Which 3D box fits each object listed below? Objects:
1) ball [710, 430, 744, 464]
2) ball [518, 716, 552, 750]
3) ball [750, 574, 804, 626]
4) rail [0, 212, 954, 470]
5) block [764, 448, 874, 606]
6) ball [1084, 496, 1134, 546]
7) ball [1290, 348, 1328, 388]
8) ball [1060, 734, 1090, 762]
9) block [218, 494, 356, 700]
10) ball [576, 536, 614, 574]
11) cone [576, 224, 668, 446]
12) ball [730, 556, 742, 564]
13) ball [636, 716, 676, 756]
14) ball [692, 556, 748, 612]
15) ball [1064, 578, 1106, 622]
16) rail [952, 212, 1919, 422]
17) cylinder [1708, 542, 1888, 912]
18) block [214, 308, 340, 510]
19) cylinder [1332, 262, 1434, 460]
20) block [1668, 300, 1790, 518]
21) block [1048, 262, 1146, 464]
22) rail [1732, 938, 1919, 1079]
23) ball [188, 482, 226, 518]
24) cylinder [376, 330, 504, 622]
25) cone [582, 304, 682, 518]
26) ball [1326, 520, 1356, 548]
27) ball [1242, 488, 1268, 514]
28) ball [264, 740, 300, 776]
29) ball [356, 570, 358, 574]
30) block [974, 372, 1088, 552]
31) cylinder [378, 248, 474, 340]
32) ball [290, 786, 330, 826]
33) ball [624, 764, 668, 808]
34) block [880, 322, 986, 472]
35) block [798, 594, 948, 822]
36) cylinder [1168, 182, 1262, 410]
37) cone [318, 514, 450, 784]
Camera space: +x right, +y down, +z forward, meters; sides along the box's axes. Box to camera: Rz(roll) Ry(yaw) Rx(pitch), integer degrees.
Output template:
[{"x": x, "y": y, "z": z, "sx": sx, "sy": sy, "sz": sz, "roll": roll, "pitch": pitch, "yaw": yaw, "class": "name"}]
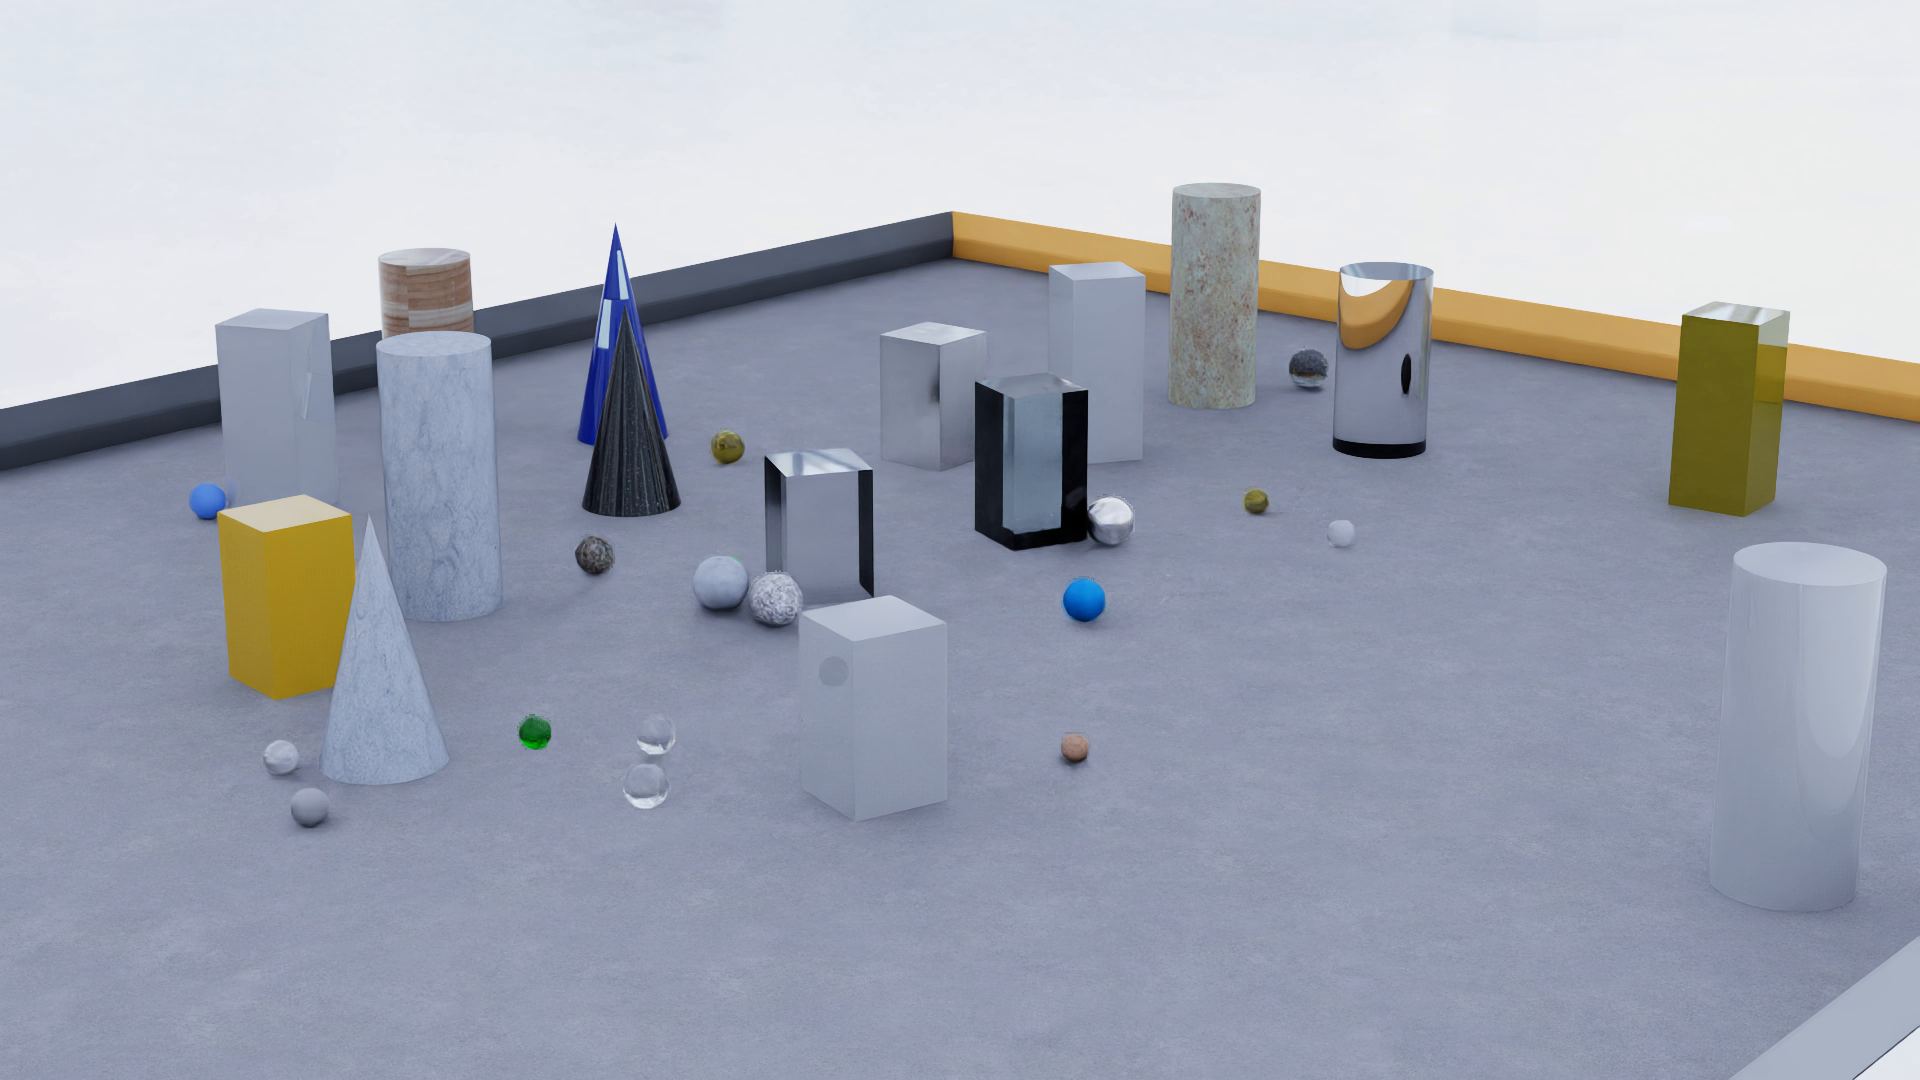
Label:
[{"x": -0.471, "y": -0.189, "z": 5.951, "sx": 0.068, "sy": 0.068, "sz": 0.068, "roll": 0, "pitch": 17, "yaw": 0, "class": "ball"}, {"x": -0.637, "y": 0.290, "z": 4.399, "sx": 0.049, "sy": 0.049, "sz": 0.049, "roll": 0, "pitch": 17, "yaw": 0, "class": "ball"}, {"x": -0.310, "y": 0.101, "z": 4.952, "sx": 0.090, "sy": 0.090, "sz": 0.090, "roll": 0, "pitch": 17, "yaw": 0, "class": "ball"}, {"x": -1.479, "y": -0.340, "z": 6.350, "sx": 0.045, "sy": 0.125, "sz": 4.501, "roll": 14, "pitch": 22, "yaw": 39, "class": "rail"}, {"x": -0.246, "y": -0.024, "z": 5.117, "sx": 0.153, "sy": 0.234, "sz": 0.153, "roll": -5, "pitch": 18, "yaw": -17, "class": "block"}, {"x": 0.275, "y": -0.034, "z": 5.400, "sx": 0.091, "sy": 0.091, "sz": 0.091, "roll": 0, "pitch": 17, "yaw": 0, "class": "ball"}, {"x": 0.781, "y": -0.385, "z": 6.565, "sx": 0.088, "sy": 0.088, "sz": 0.088, "roll": 0, "pitch": 17, "yaw": 0, "class": "ball"}, {"x": 0.171, "y": 0.308, "z": 4.347, "sx": 0.043, "sy": 0.043, "sz": 0.043, "roll": 0, "pitch": 17, "yaw": 0, "class": "ball"}, {"x": -1.067, "y": 0.089, "z": 4.671, "sx": 0.153, "sy": 0.276, "sz": 0.153, "roll": -14, "pitch": 22, "yaw": -38, "class": "block"}, {"x": -0.652, "y": 0.027, "z": 5.237, "sx": 0.068, "sy": 0.068, "sz": 0.068, "roll": 0, "pitch": 17, "yaw": 0, "class": "ball"}, {"x": -0.709, "y": -0.438, "z": 6.103, "sx": 0.192, "sy": 0.458, "sz": 0.192, "roll": 0, "pitch": 17, "yaw": 0, "class": "cone"}, {"x": -0.406, "y": 0.051, "z": 5.202, "sx": 0.042, "sy": 0.042, "sz": 0.042, "roll": 0, "pitch": 17, "yaw": 0, "class": "ball"}, {"x": -0.454, "y": 0.292, "z": 4.376, "sx": 0.058, "sy": 0.058, "sz": 0.058, "roll": 0, "pitch": 17, "yaw": 0, "class": "ball"}, {"x": -0.410, "y": 0.074, "z": 5.031, "sx": 0.096, "sy": 0.096, "sz": 0.096, "roll": 0, "pitch": 17, "yaw": 0, "class": "ball"}, {"x": 0.211, "y": 0.102, "z": 4.978, "sx": 0.072, "sy": 0.072, "sz": 0.072, "roll": 0, "pitch": 17, "yaw": 0, "class": "ball"}, {"x": 1.460, "y": -0.455, "z": 6.730, "sx": 3.965, "sy": 0.125, "sz": 0.045, "roll": 14, "pitch": 22, "yaw": 39, "class": "rail"}, {"x": 1.100, "y": 0.244, "z": 3.860, "sx": 0.192, "sy": 0.447, "sz": 0.192, "roll": 0, "pitch": 17, "yaw": 0, "class": "cylinder"}, {"x": -1.301, "y": -0.241, "z": 5.599, "sx": 0.153, "sy": 0.371, "sz": 0.153, "roll": 5, "pitch": 18, "yaw": 17, "class": "block"}, {"x": 0.869, "y": -0.371, "z": 6.028, "sx": 0.192, "sy": 0.371, "sz": 0.192, "roll": 0, "pitch": 17, "yaw": 0, "class": "cylinder"}, {"x": 1.477, "y": -0.253, "z": 5.633, "sx": 0.153, "sy": 0.375, "sz": 0.153, "roll": 12, "pitch": 21, "yaw": 35, "class": "block"}, {"x": 0.277, "y": -0.362, "z": 5.983, "sx": 0.153, "sy": 0.381, "sz": 0.153, "roll": -5, "pitch": 17, "yaw": -16, "class": "block"}, {"x": 1.479, "y": 0.402, "z": 3.891, "sx": 0.045, "sy": 0.125, "sz": 4.501, "roll": 14, "pitch": 22, "yaw": 39, "class": "rail"}, {"x": -1.431, "y": -0.075, "z": 5.574, "sx": 0.069, "sy": 0.069, "sz": 0.069, "roll": 0, "pitch": 17, "yaw": 0, "class": "ball"}, {"x": -0.887, "y": -0.110, "z": 5.009, "sx": 0.192, "sy": 0.462, "sz": 0.192, "roll": 0, "pitch": 17, "yaw": 0, "class": "cylinder"}, {"x": -0.636, "y": -0.260, "z": 5.621, "sx": 0.192, "sy": 0.396, "sz": 0.192, "roll": 0, "pitch": 17, "yaw": 0, "class": "cone"}, {"x": 0.700, "y": -0.011, "z": 5.388, "sx": 0.053, "sy": 0.053, "sz": 0.053, "roll": 0, "pitch": 17, "yaw": 0, "class": "ball"}, {"x": 0.565, "y": -0.075, "z": 5.604, "sx": 0.050, "sy": 0.050, "sz": 0.050, "roll": 0, "pitch": 17, "yaw": 0, "class": "ball"}, {"x": -0.995, "y": 0.319, "z": 4.298, "sx": 0.051, "sy": 0.051, "sz": 0.051, "roll": 0, "pitch": 17, "yaw": 0, "class": "ball"}, {"x": -1.011, "y": 0.079, "z": 5.026, "sx": 0.069, "sy": 0.069, "sz": 0.069, "roll": 0, "pitch": 17, "yaw": 0, "class": "ball"}, {"x": 0.131, "y": -0.147, "z": 5.431, "sx": 0.153, "sy": 0.287, "sz": 0.153, "roll": -9, "pitch": 19, "yaw": -26, "class": "block"}, {"x": -1.118, "y": -0.414, "z": 6.173, "sx": 0.192, "sy": 0.371, "sz": 0.192, "roll": 0, "pitch": 17, "yaw": 0, "class": "cylinder"}, {"x": -0.911, "y": 0.374, "z": 4.112, "sx": 0.054, "sy": 0.054, "sz": 0.054, "roll": 0, "pitch": 17, "yaw": 0, "class": "ball"}, {"x": -0.447, "y": 0.350, "z": 4.172, "sx": 0.065, "sy": 0.065, "sz": 0.065, "roll": 0, "pitch": 17, "yaw": 0, "class": "ball"}, {"x": -0.054, "y": -0.293, "z": 5.959, "sx": 0.153, "sy": 0.262, "sz": 0.153, "roll": 13, "pitch": 21, "yaw": 36, "class": "block"}, {"x": -0.124, "y": 0.238, "z": 4.191, "sx": 0.153, "sy": 0.268, "sz": 0.153, "roll": -10, "pitch": 20, "yaw": -31, "class": "block"}, {"x": 0.556, "y": -0.535, "z": 6.411, "sx": 0.192, "sy": 0.464, "sz": 0.192, "roll": 0, "pitch": 17, "yaw": 0, "class": "cylinder"}, {"x": -0.856, "y": 0.145, "z": 4.301, "sx": 0.192, "sy": 0.383, "sz": 0.192, "roll": 0, "pitch": 17, "yaw": 0, "class": "cone"}]
